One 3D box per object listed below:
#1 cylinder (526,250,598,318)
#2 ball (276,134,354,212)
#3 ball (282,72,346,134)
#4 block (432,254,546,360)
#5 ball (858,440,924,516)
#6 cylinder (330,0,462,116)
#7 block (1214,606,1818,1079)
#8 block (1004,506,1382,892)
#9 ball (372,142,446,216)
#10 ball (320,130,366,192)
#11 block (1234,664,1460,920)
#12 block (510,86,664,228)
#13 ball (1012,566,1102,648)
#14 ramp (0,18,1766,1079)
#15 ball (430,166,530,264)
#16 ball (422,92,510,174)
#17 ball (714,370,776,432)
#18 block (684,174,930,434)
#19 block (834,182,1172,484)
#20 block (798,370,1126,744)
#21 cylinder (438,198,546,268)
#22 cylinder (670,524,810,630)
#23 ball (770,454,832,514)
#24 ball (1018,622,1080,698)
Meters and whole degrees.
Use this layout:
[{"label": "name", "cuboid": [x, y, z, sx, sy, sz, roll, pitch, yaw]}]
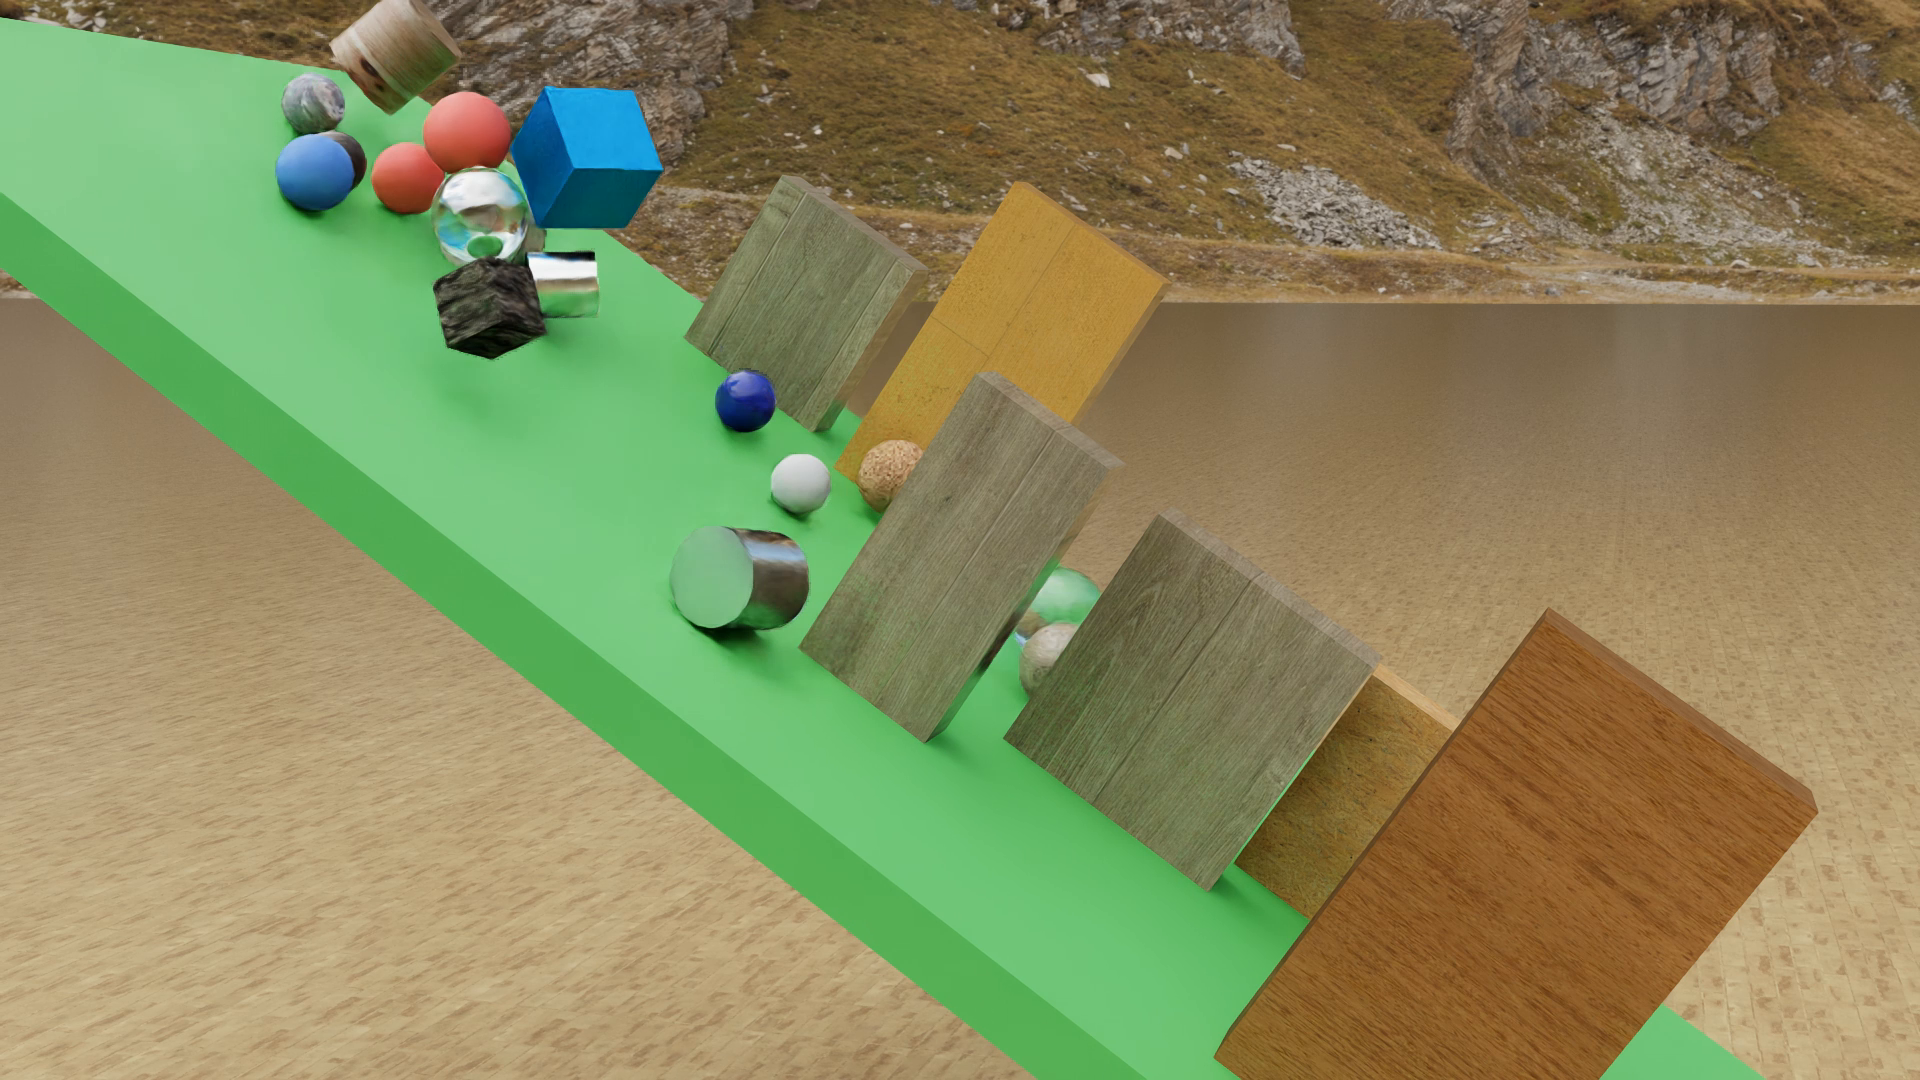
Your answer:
[{"label": "cylinder", "cuboid": [-0.782, -0.501, 4.316, 0.129, 0.129, 0.129, -4, 8, -15]}, {"label": "ball", "cuboid": [-1.206, -0.687, 4.112, 0.141, 0.141, 0.141, 0, 7, 0]}, {"label": "ball", "cuboid": [-1.333, -0.899, 4.535, 0.126, 0.126, 0.126, 0, 7, 0]}, {"label": "block", "cuboid": [-0.801, -0.395, 3.743, 0.121, 0.121, 0.121, -21, -14, 23]}, {"label": "ball", "cuboid": [-0.129, -0.125, 4.487, 0.159, 0.159, 0.159, 0, 7, 0]}, {"label": "cylinder", "cuboid": [-1.217, -1.057, 4.749, 0.197, 0.197, 0.197, -38, 5, 5]}, {"label": "block", "cuboid": [0.766, 0.545, 3.093, 0.429, 0.794, 0.130, 36, 15, 10]}, {"label": "block", "cuboid": [0.396, 0.270, 3.776, 0.439, 0.484, 0.127, 36, 15, 10]}, {"label": "ball", "cuboid": [-1.110, -0.727, 4.425, 0.144, 0.144, 0.144, 0, 7, 0]}, {"label": "ball", "cuboid": [-1.215, -0.731, 4.266, 0.123, 0.123, 0.123, 0, 7, 0]}, {"label": "block", "cuboid": [0.757, 0.499, 3.912, 0.340, 0.429, 0.117, 36, 15, 10]}, {"label": "block", "cuboid": [-0.744, -0.757, 4.370, 0.195, 0.195, 0.195, -6, -25, -37]}, {"label": "ball", "cuboid": [0.192, 0.148, 4.298, 0.191, 0.191, 0.191, 0, 7, 0]}, {"label": "ramp", "cuboid": [-0.113, 0.194, 4.093, 4.000, 0.100, 2.000, 36, 15, 10]}, {"label": "ball", "cuboid": [-0.916, -0.619, 4.199, 0.185, 0.185, 0.185, 0, 7, 0]}, {"label": "ball", "cuboid": [-0.962, -0.789, 4.290, 0.168, 0.168, 0.168, 0, 7, 0]}, {"label": "ball", "cuboid": [-0.435, -0.281, 4.466, 0.125, 0.125, 0.125, 0, 7, 0]}, {"label": "block", "cuboid": [-0.337, -0.516, 4.814, 0.364, 0.426, 0.109, 36, 15, 10]}, {"label": "block", "cuboid": [0.084, -0.339, 4.573, 0.371, 0.715, 0.098, 36, 15, 10]}, {"label": "block", "cuboid": [0.000, 0.028, 3.591, 0.265, 0.550, 0.116, 36, 15, 10]}, {"label": "cylinder", "cuboid": [-0.939, -0.619, 4.413, 0.156, 0.156, 0.156, 3, 5, 21]}, {"label": "cylinder", "cuboid": [-0.350, 0.061, 3.507, 0.160, 0.160, 0.160, 4, -3, 27]}, {"label": "ball", "cuboid": [-0.305, -0.108, 4.215, 0.117, 0.117, 0.117, 0, 7, 0]}, {"label": "ball", "cuboid": [0.192, 0.236, 4.069, 0.168, 0.168, 0.168, 0, 7, 0]}]
